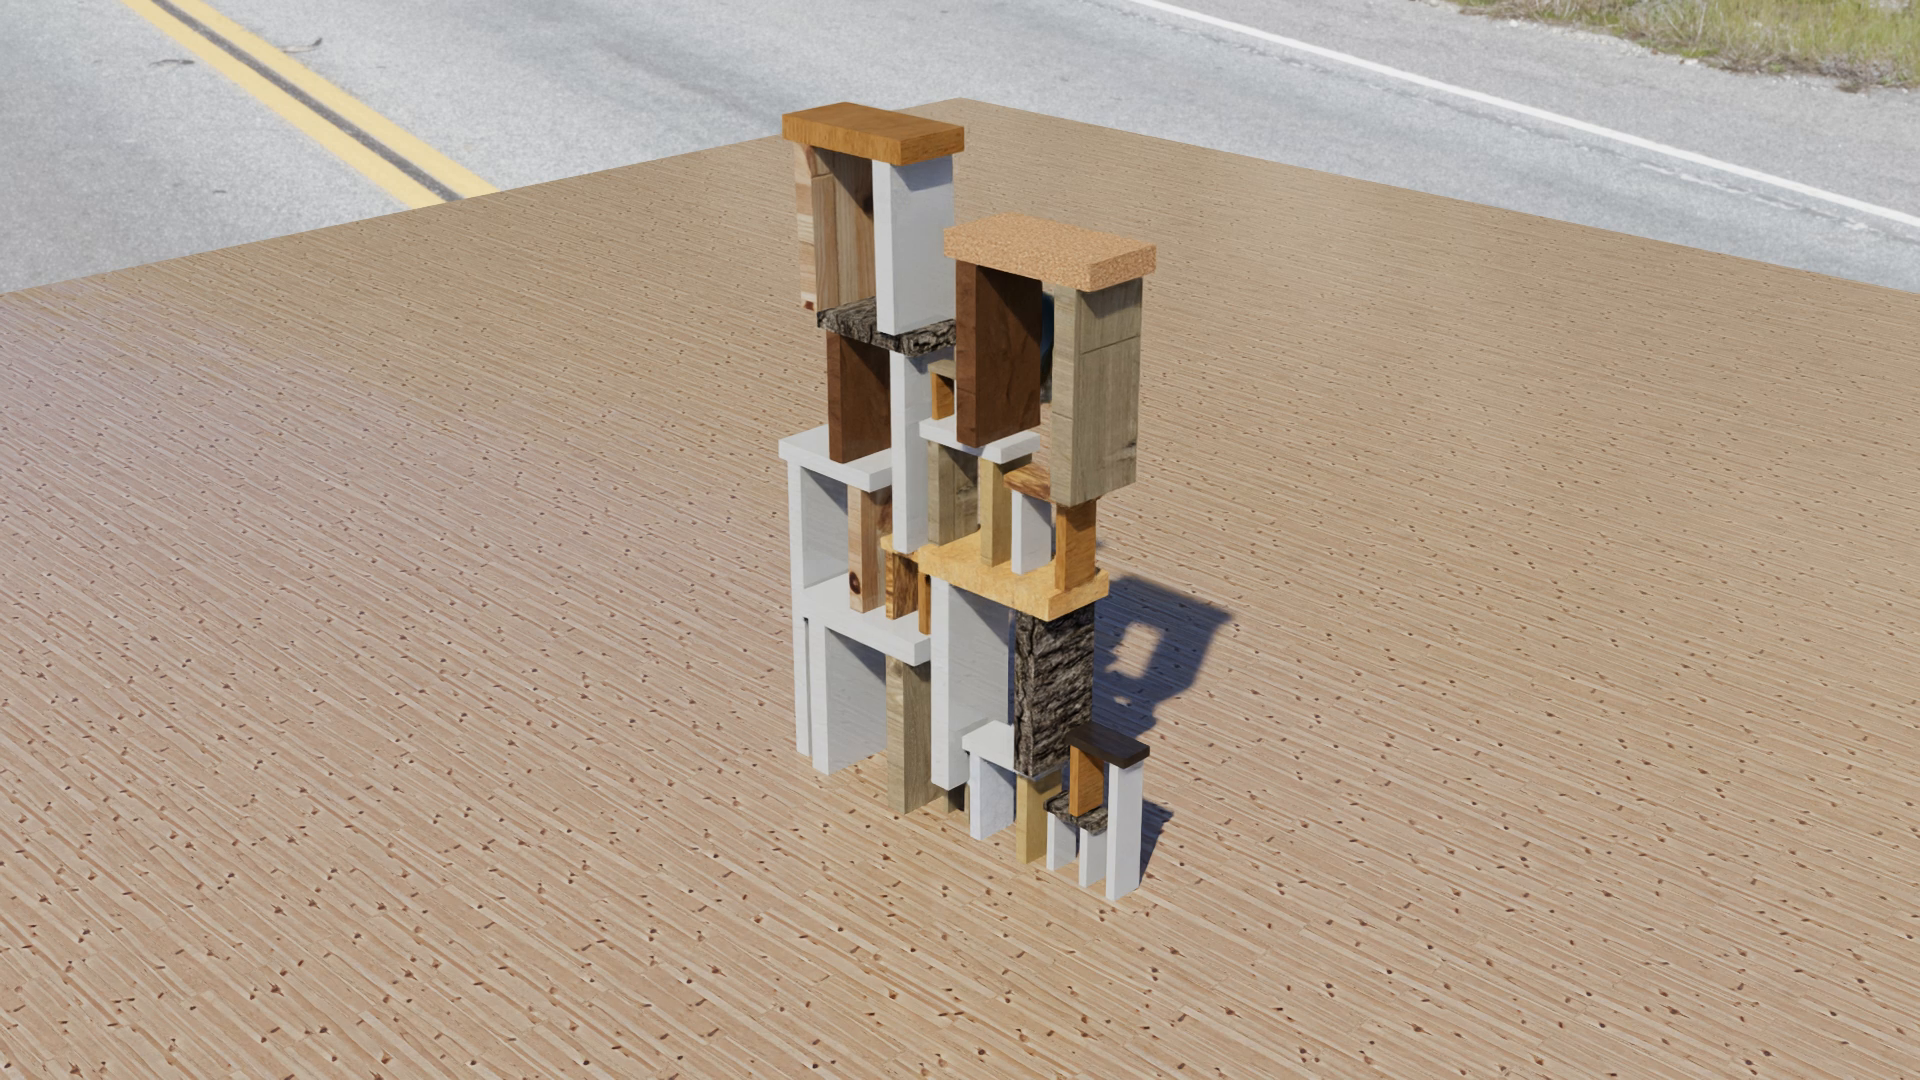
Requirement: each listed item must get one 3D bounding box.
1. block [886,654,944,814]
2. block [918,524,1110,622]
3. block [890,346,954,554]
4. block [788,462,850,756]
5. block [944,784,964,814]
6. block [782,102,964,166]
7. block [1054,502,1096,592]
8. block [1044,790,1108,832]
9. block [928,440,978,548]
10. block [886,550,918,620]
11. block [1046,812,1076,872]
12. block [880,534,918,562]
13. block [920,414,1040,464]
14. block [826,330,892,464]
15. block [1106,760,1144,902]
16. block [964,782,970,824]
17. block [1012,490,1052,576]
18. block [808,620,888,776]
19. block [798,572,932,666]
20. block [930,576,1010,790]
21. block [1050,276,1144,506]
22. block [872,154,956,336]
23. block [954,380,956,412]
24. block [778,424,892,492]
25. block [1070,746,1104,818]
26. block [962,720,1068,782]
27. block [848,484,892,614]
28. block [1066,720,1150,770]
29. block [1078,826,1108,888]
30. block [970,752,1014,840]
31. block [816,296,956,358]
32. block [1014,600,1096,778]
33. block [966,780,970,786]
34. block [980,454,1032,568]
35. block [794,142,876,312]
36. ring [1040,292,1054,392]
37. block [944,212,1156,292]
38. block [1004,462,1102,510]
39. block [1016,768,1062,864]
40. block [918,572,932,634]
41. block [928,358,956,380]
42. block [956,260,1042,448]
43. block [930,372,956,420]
[{"bbox_3d":[-0.069,0.367,4.454,0.049,0.346,0.173,21,31,41],"label":"block"},{"bbox_3d":[0.099,0.059,4.142,0.335,0.047,0.167,21,31,40],"label":"block"},{"bbox_3d":[-0.070,-0.182,4.228,0.038,0.406,0.134,21,31,41],"label":"block"},{"bbox_3d":[-0.287,0.132,4.600,0.038,0.664,0.135,21,31,41],"label":"block"},{"bbox_3d":[-0.013,0.505,4.454,0.013,0.091,0.045,21,31,40],"label":"block"},{"bbox_3d":[-0.163,-0.756,4.078,0.322,0.046,0.161,21,31,41],"label":"block"},{"bbox_3d":[0.210,0.003,3.995,0.023,0.166,0.083,21,31,40],"label":"block"},{"bbox_3d":[0.226,0.517,4.196,0.126,0.018,0.063,21,31,41],"label":"block"},{"bbox_3d":[-0.014,-0.103,4.193,0.030,0.212,0.106,21,31,40],"label":"block"},{"bbox_3d":[-0.114,0.079,4.375,0.074,0.148,0.021,-21,32,-40],"label":"block"},{"bbox_3d":[0.197,0.572,4.251,0.018,0.126,0.063,21,31,41],"label":"block"},{"bbox_3d":[-0.078,0.015,4.309,0.148,0.021,0.074,21,31,40],"label":"block"},{"bbox_3d":[0.036,-0.195,4.100,0.212,0.030,0.106,21,31,40],"label":"block"},{"bbox_3d":[-0.197,-0.295,4.317,0.038,0.267,0.134,21,31,40],"label":"block"},{"bbox_3d":[0.309,0.537,4.124,0.021,0.290,0.073,21,31,41],"label":"block"},{"bbox_3d":[0.030,0.522,4.415,0.013,0.091,0.045,21,31,41],"label":"block"},{"bbox_3d":[0.132,-0.025,4.065,0.023,0.166,0.083,20,30,40],"label":"block"},{"bbox_3d":[-0.231,0.303,4.604,0.049,0.346,0.173,21,31,41],"label":"block"},{"bbox_3d":[-0.150,0.153,4.452,0.346,0.049,0.173,21,31,41],"label":"block"},{"bbox_3d":[0.020,0.257,4.313,0.047,0.450,0.167,22,31,40],"label":"block"},{"bbox_3d":[0.239,-0.271,3.859,0.172,0.397,0.049,-21,31,-40],"label":"block"},{"bbox_3d":[-0.084,-0.556,4.078,0.046,0.322,0.161,20,30,41],"label":"block"},{"bbox_3d":[0.011,-0.259,4.095,0.013,0.092,0.046,20,30,41],"label":"block"},{"bbox_3d":[-0.224,-0.166,4.404,0.135,0.038,0.269,-22,31,-40],"label":"block"},{"bbox_3d":[0.240,0.444,4.160,0.021,0.146,0.073,21,31,41],"label":"block"},{"bbox_3d":[0.107,0.408,4.272,0.192,0.027,0.096,20,30,40],"label":"block"},{"bbox_3d":[-0.160,0.000,4.406,0.135,0.269,0.038,-21,31,-41],"label":"block"},{"bbox_3d":[0.274,0.381,4.095,0.146,0.021,0.073,21,31,41],"label":"block"},{"bbox_3d":[0.256,0.595,4.197,0.018,0.126,0.063,21,31,41],"label":"block"},{"bbox_3d":[0.063,0.491,4.359,0.027,0.192,0.096,21,31,41],"label":"block"},{"bbox_3d":[-0.134,-0.411,4.198,0.267,0.038,0.134,21,31,41],"label":"block"},{"bbox_3d":[0.178,0.265,4.145,0.047,0.335,0.167,21,31,40],"label":"block"},{"bbox_3d":[0.009,0.466,4.414,0.045,0.013,0.091,-21,31,-40],"label":"block"},{"bbox_3d":[0.086,-0.065,4.101,0.030,0.211,0.106,21,31,40],"label":"block"},{"bbox_3d":[-0.236,-0.614,4.218,0.046,0.322,0.161,20,30,41],"label":"block"},{"bbox_3d":[0.221,-0.596,6.744,0.114,0.343,0.343,11,21,-11],"label":"ring"},{"bbox_3d":[0.154,-0.507,3.847,0.345,0.049,0.172,20,30,40],"label":"block"},{"bbox_3d":[0.169,-0.098,3.989,0.166,0.023,0.083,21,30,38],"label":"block"},{"bbox_3d":[0.153,0.526,4.276,0.096,0.192,0.027,-20,30,-39],"label":"block"},{"bbox_3d":[-0.047,0.106,4.312,0.074,0.148,0.021,-20,30,-39],"label":"block"},{"bbox_3d":[-0.012,-0.316,4.095,0.092,0.013,0.046,21,31,40],"label":"block"},{"bbox_3d":[0.071,-0.356,3.999,0.172,0.345,0.049,-22,31,-40],"label":"block"},{"bbox_3d":[-0.032,-0.276,4.135,0.046,0.092,0.013,-21,29,-40],"label":"block"}]
